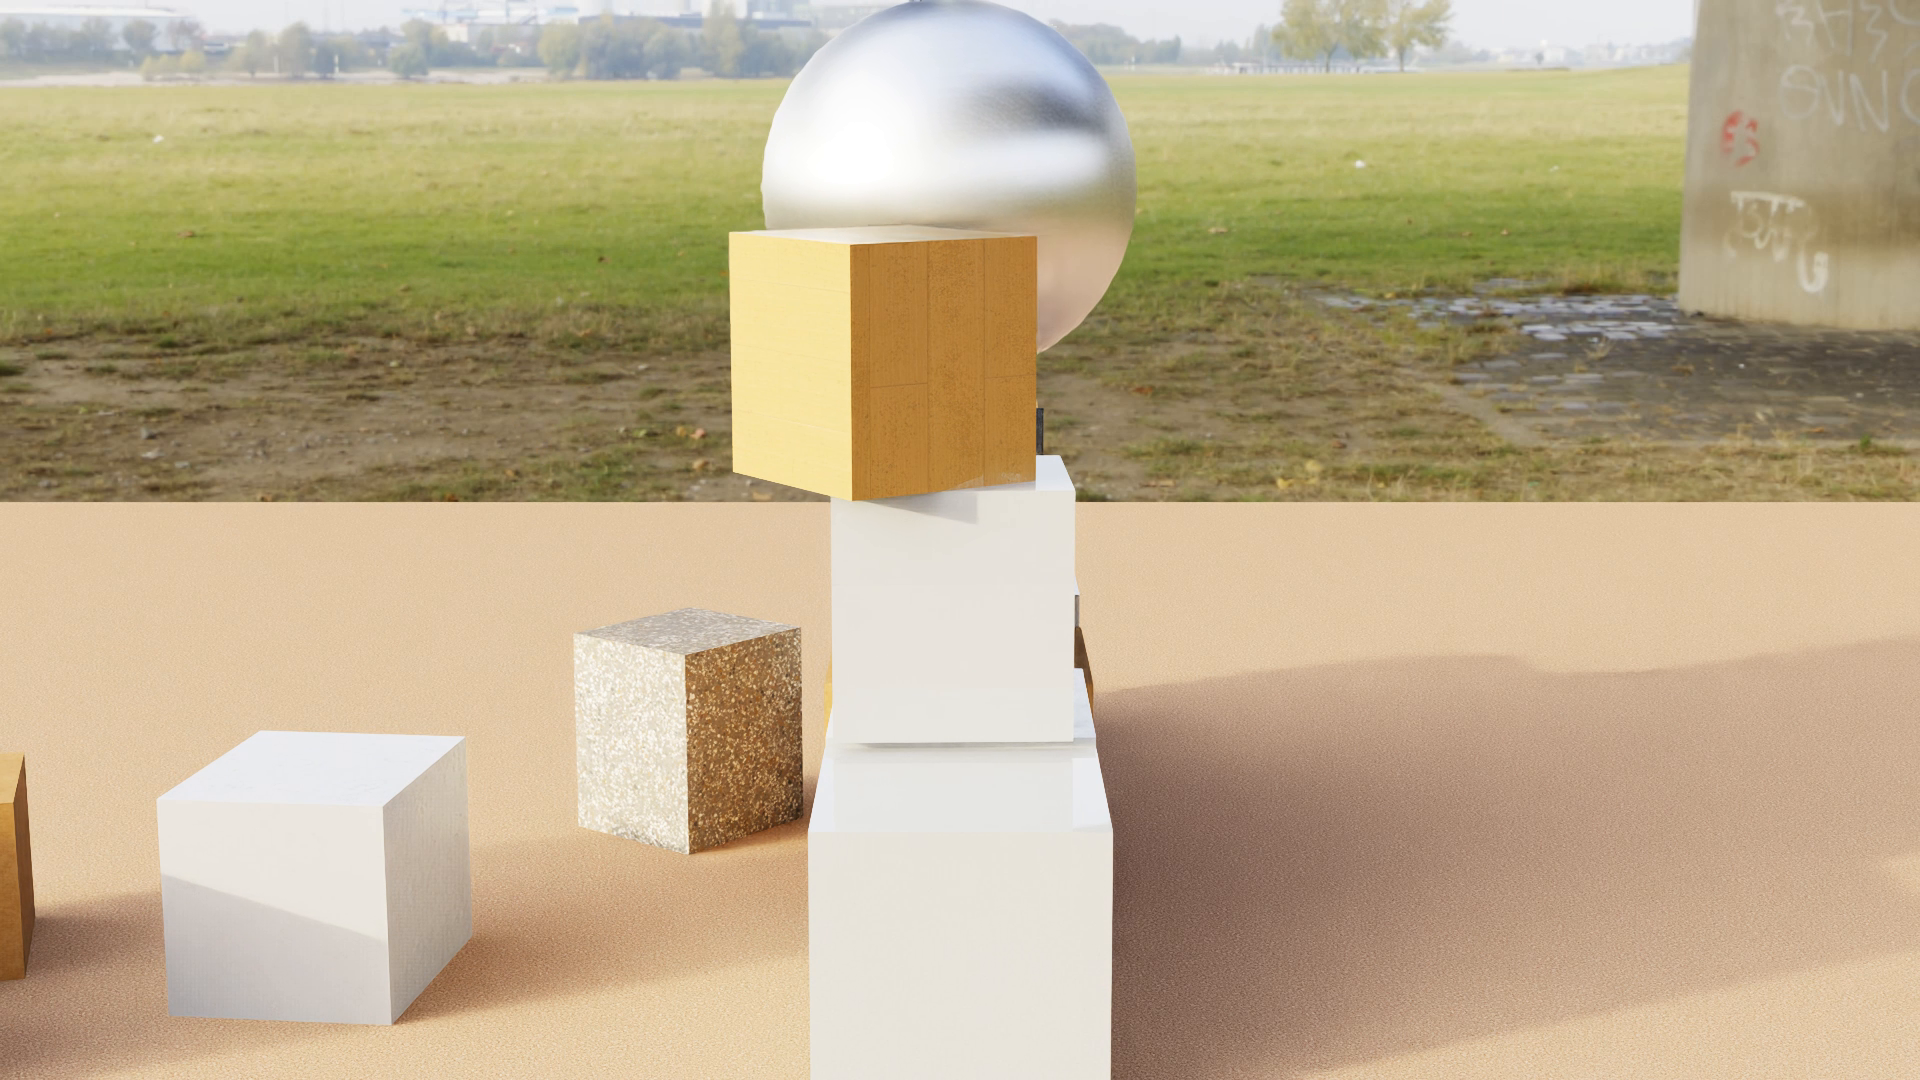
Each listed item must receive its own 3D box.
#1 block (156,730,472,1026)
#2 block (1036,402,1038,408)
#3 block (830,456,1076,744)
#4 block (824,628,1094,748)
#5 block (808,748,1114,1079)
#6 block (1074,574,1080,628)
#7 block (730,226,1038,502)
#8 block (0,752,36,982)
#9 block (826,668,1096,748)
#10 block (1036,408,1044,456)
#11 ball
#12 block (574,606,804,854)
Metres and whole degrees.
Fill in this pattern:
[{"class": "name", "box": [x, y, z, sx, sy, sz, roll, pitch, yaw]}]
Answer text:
[{"class": "block", "box": [-2.498, 1.298, 10.058, 0.867, 0.847, 1.017, 1, 10, 6]}, {"class": "block", "box": [0.010, -0.251, 12.440, 0.732, 0.777, 0.724, 0, 10, 1]}, {"class": "block", "box": [-0.036, 0.209, 9.901, 0.895, 0.947, 0.878, 0, 10, -1]}, {"class": "block", "box": [-0.005, 0.986, 11.399, 1.129, 0.981, 1.113, 0, 10, 0]}, {"class": "block", "box": [0.002, 1.374, 9.184, 1.018, 1.010, 1.081, 0, 10, 0]}, {"class": "block", "box": [-0.008, 0.705, 12.522, 1.120, 1.133, 1.175, 0, 10, 0]}, {"class": "block", "box": [-0.293, -0.691, 9.651, 0.818, 0.913, 0.846, -7, 12, -34]}, {"class": "block", "box": [-4.138, 1.323, 10.282, 0.734, 0.718, 0.786, -3, 11, -16]}, {"class": "block", "box": [0.004, 1.156, 10.274, 1.015, 1.050, 1.132, 0, 10, 0]}, {"class": "block", "box": [-0.065, -0.102, 11.581, 0.871, 0.821, 0.906, 1, 15, 2]}, {"class": "ball", "box": [-0.046, -1.494, 10.909, 1.600, 1.600, 1.600, 0, 10, 0]}, {"class": "block", "box": [-1.276, 0.881, 12.115, 0.730, 0.932, 0.773, 8, 13, 38]}]
